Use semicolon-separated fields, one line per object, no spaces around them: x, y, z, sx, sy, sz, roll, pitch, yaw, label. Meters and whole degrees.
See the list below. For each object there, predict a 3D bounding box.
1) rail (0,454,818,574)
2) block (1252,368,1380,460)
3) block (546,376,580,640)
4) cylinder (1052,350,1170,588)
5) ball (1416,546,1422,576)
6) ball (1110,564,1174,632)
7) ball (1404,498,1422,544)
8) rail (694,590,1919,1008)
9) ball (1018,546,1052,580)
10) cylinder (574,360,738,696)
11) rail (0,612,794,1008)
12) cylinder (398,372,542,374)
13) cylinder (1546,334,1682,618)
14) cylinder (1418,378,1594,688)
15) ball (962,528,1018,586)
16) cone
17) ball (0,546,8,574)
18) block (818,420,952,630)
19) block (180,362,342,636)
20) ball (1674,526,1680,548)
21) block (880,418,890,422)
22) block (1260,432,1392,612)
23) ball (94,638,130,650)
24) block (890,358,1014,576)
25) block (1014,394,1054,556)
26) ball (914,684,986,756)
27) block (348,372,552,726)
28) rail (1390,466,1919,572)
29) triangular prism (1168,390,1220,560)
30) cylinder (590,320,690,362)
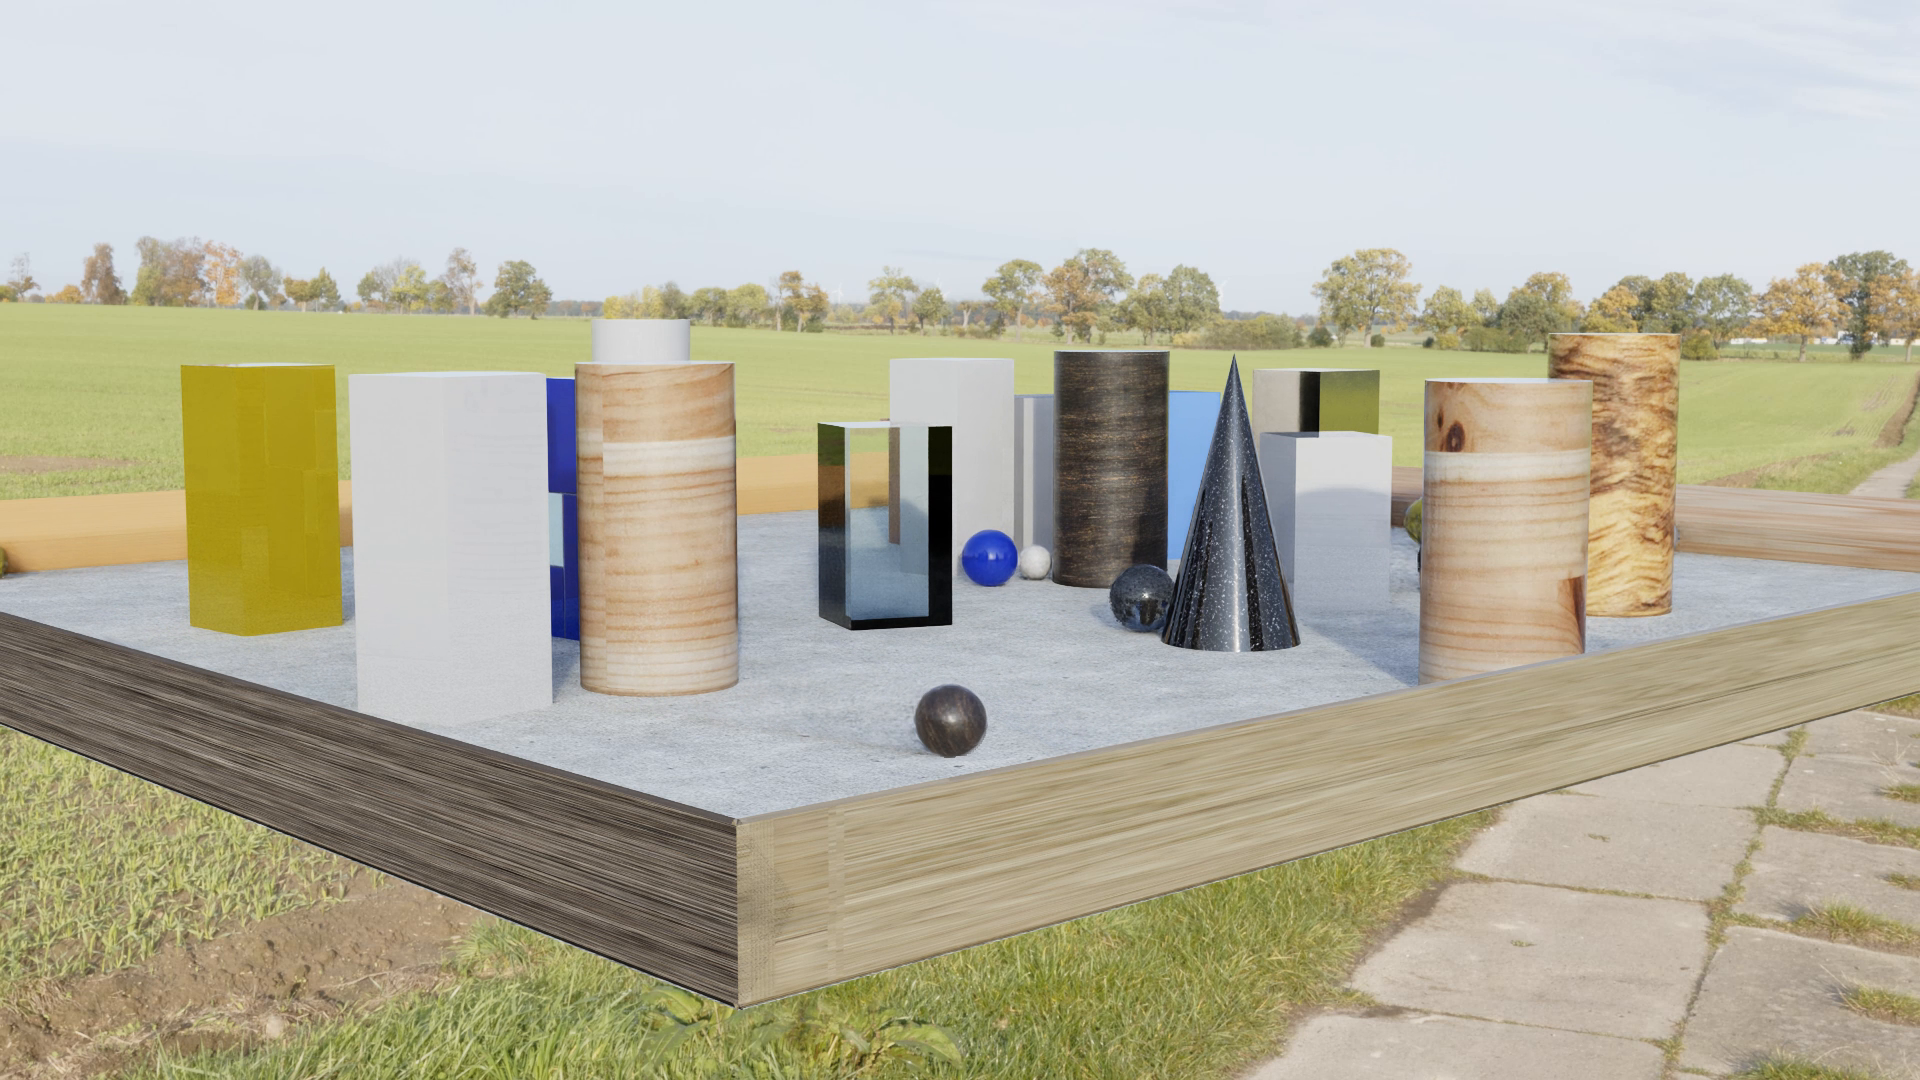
-0.893;-0.070;4.295;2.856;0.121;0.045;-6;8;-42;rail
0.598;-0.117;3.710;0.149;0.339;0.149;-5;8;-39;block
-0.455;-0.044;2.974;0.149;0.350;0.149;6;8;43;block
0.244;-0.118;3.558;0.187;0.374;0.187;0;6;0;cylinder
0.766;0.034;3.471;0.089;0.089;0.089;0;6;0;ball
0.252;0.080;3.018;0.093;0.093;0.093;0;6;0;ball
0.876;-0.035;4.108;0.092;0.092;0.092;0;6;0;ball
0.893;0.134;2.370;2.856;0.121;0.045;-6;8;-42;rail
0.123;0.037;3.599;0.056;0.056;0.056;0;6;0;ball
-0.356;-0.019;2.592;0.187;0.380;0.187;0;6;0;cylinder
-1.032;0.132;2.385;0.045;0.121;2.681;-6;8;-42;rail
-0.617;-0.028;2.762;0.187;0.362;0.187;0;6;0;cylinder
0.955;-0.100;3.233;0.187;0.405;0.187;0;6;0;cylinder
0.626;-0.003;2.529;0.187;0.361;0.187;0;6;0;cylinder
0.048;0.028;3.512;0.092;0.092;0.092;0;6;0;ball
0.362;-0.056;2.920;0.187;0.385;0.187;0;6;0;cone
-1.592;0.033;3.596;0.065;0.065;0.065;0;6;0;ball
-0.107;-0.024;3.114;0.149;0.280;0.149;-2;6;-21;block
-0.972;-0.061;3.063;0.149;0.365;0.149;6;8;43;block
1.268;-0.004;3.971;0.060;0.060;0.060;0;6;0;ball
-0.054;-0.113;4.174;0.149;0.233;0.149;-3;7;-25;block
0.544;-0.030;3.290;0.149;0.255;0.149;-1;6;-13;block
-0.927;0.151;2.369;0.090;0.090;0.090;0;6;0;ball
-0.013;-0.129;3.737;0.149;0.357;0.149;5;8;40;block
0.145;-0.112;3.910;0.149;0.288;0.149;-3;7;-26;block
-0.009;0.179;2.186;0.072;0.072;0.072;0;6;0;ball
-0.561;0.003;2.427;0.149;0.371;0.149;4;7;35;block
1.032;-0.069;4.279;0.045;0.121;2.681;-6;8;-42;rail
0.367;-0.120;3.950;0.162;0.294;0.140;-1;6;-12;triangular prism
-0.605;-0.209;4.189;0.187;0.420;0.187;0;6;0;cylinder
